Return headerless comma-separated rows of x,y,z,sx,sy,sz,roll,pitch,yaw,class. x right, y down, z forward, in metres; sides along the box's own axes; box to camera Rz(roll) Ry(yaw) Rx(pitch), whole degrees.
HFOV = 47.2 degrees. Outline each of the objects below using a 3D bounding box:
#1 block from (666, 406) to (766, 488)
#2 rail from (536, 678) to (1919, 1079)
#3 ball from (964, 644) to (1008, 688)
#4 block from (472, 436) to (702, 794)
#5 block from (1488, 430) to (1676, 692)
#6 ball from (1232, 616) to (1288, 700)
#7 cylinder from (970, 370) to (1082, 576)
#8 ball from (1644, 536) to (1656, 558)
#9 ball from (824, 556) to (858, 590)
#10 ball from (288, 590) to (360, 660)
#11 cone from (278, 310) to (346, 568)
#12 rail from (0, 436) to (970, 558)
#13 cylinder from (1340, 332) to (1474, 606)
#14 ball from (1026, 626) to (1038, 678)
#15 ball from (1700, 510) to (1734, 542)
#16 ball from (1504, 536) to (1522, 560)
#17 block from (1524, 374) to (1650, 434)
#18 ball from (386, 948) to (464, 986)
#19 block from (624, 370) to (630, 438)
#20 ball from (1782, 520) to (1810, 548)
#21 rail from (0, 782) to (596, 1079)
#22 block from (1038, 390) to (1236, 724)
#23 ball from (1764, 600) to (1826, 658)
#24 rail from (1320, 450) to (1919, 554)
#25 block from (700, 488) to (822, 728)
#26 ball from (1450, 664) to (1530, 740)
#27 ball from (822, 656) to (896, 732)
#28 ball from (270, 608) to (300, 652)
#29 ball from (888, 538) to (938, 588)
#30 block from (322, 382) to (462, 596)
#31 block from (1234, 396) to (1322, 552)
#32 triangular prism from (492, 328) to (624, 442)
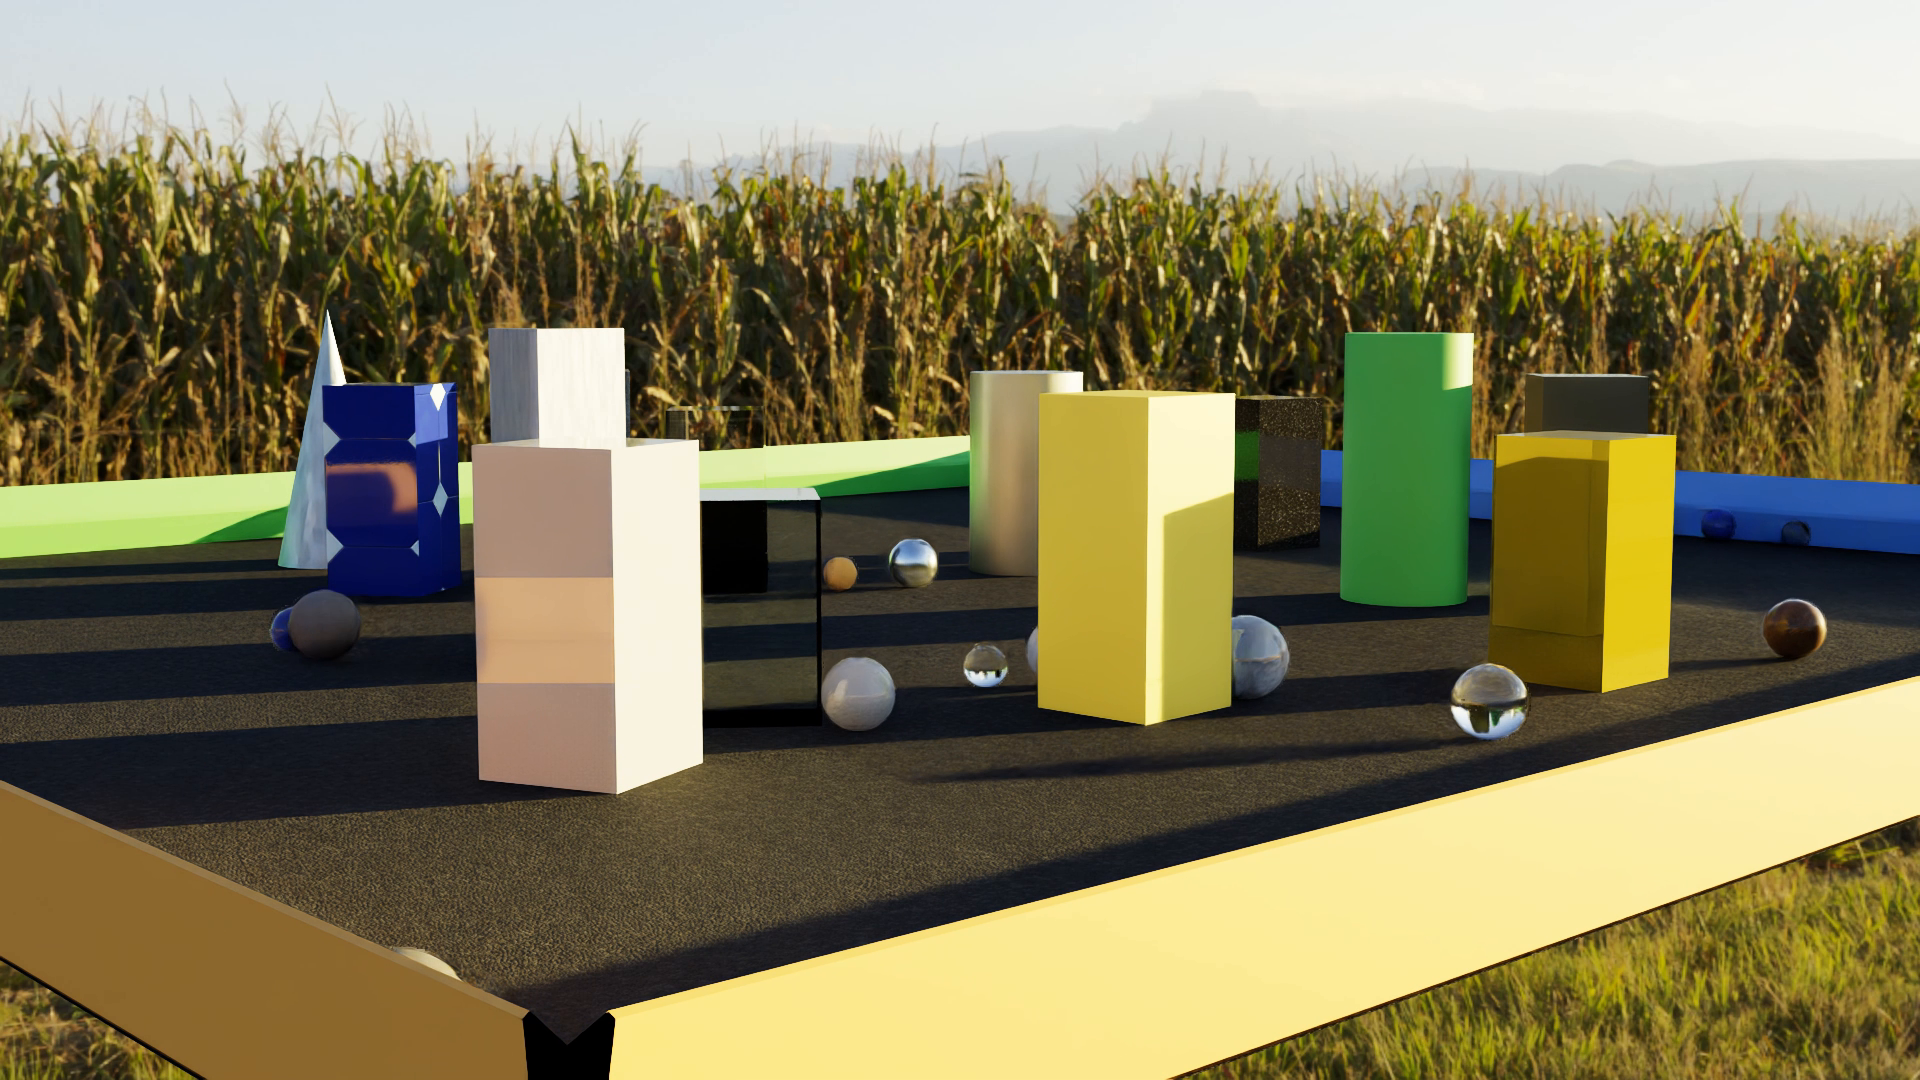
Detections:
-0.392,-0.071,3.561,0.154,0.284,0.154,0,6,-4,block
1.078,0.155,2.171,3.464,0.125,0.045,-6,8,-42,rail
0.030,0.148,2.590,0.051,0.051,0.051,0,6,0,ball
-0.355,0.065,2.108,0.154,0.318,0.154,3,7,24,block
0.749,0.020,2.651,0.154,0.293,0.154,-6,8,-44,block
0.328,0.134,2.514,0.096,0.096,0.096,0,6,0,ball
0.112,-0.117,3.748,0.192,0.337,0.192,0,6,0,cylinder
1.220,0.013,3.925,0.041,0.041,0.041,0,6,0,ball
-0.190,0.053,3.484,0.053,0.053,0.053,0,6,0,ball
-0.808,0.108,2.795,0.089,0.089,0.089,0,6,0,ball
-1.100,-0.181,3.847,0.192,0.444,0.192,0,6,0,cone
-1.078,-0.090,4.493,3.464,0.125,0.045,-6,8,-42,rail
0.683,-0.113,3.369,0.192,0.407,0.192,0,6,0,cylinder
0.118,0.133,2.599,0.081,0.081,0.081,0,6,0,ball
1.452,-0.028,4.217,0.062,0.062,0.062,0,6,0,ball
0.989,0.014,3.916,0.042,0.042,0.042,0,6,0,ball
0.950,-0.079,3.355,0.154,0.344,0.154,0,6,5,block
-0.320,0.274,1.258,0.080,0.080,0.080,0,6,0,ball
-0.626,-0.110,3.660,0.154,0.342,0.154,-1,6,-9,block
1.563,-0.011,4.115,0.050,0.050,0.050,0,6,0,ball
-1.256,0.154,2.180,0.045,0.125,3.225,-6,8,-42,rail
0.196,0.013,2.449,0.154,0.351,0.154,6,8,43,block
1.065,0.114,2.805,0.076,0.076,0.076,0,6,0,ball
1.256,-0.089,4.484,0.045,0.125,3.225,-6,8,-42,rail
-0.233,0.071,2.409,0.154,0.243,0.154,-1,6,-6,block
0.548,0.168,2.275,0.079,0.079,0.079,0,6,0,ball
-0.107,0.163,2.324,0.079,0.079,0.079,0,6,0,ball
-0.863,0.117,2.853,0.059,0.059,0.059,0,6,0,ball
-0.075,0.037,3.513,0.080,0.080,0.080,0,6,0,ball
-0.897,-0.084,3.481,0.154,0.326,0.154,1,6,11,block
0.567,-0.128,4.125,0.154,0.279,0.154,-4,7,-34,block
-0.527,-0.053,2.746,0.144,0.420,0.166,4,7,31,triangular prism
